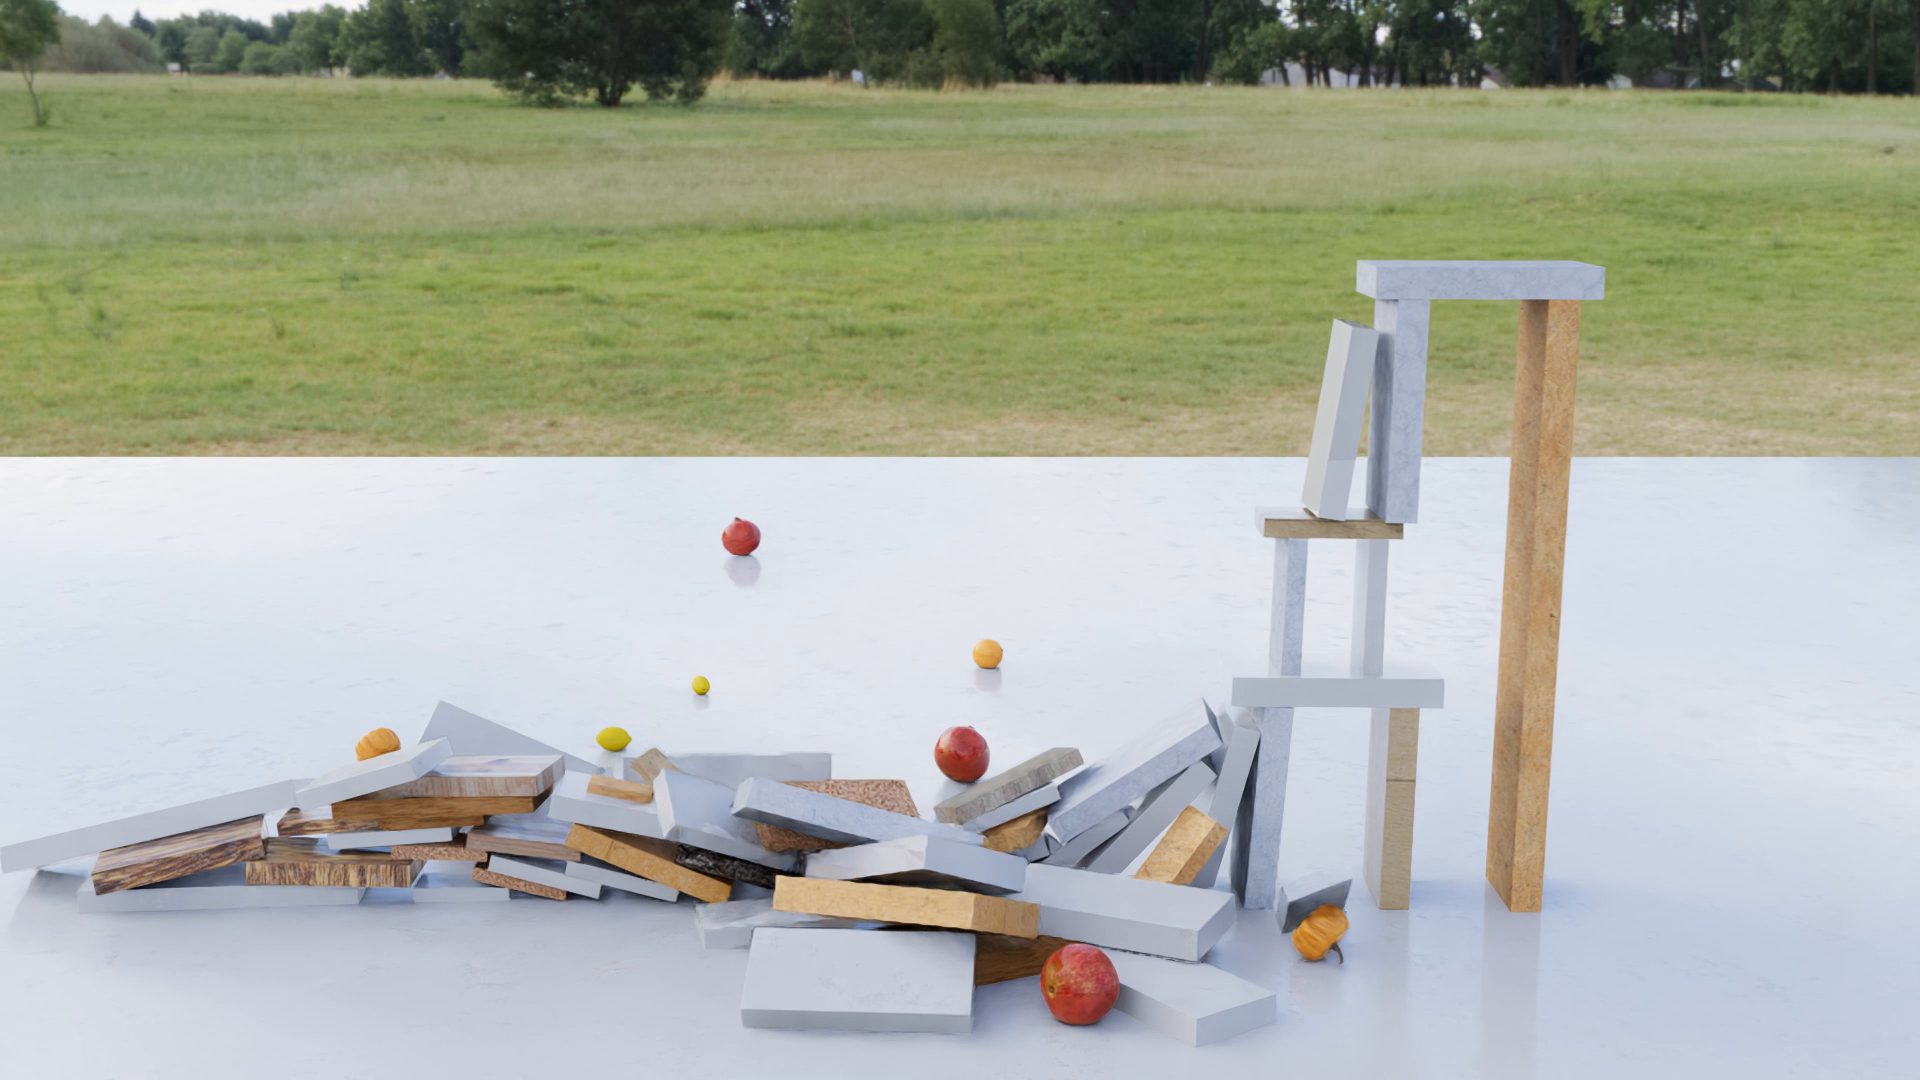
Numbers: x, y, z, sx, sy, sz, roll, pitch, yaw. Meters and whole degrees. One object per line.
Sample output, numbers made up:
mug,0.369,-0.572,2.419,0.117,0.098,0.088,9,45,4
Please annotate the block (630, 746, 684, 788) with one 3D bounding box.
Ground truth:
block,-0.483,0.388,3.599,0.105,0.015,0.053,40,41,14

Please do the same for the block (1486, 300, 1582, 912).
block,0.929,0.101,3.577,0.050,0.994,0.176,1,11,0

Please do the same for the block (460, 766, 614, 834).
block,-0.781,0.484,3.955,0.315,0.045,0.158,-2,34,-11

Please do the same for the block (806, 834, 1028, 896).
block,-0.073,0.514,3.401,0.179,0.051,0.357,18,-21,-29

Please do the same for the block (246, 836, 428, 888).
block,-1.033,0.534,3.653,0.265,0.038,0.133,2,10,-2

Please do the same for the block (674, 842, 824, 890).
block,-0.330,0.533,3.657,0.279,0.040,0.140,16,10,-5

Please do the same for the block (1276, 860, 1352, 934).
block,0.544,0.552,3.387,0.103,0.029,0.205,-20,-24,-3

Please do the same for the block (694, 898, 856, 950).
block,-0.295,0.605,3.495,0.238,0.034,0.119,-3,11,-14

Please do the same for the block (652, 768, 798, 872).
block,-0.378,0.453,3.556,0.238,0.034,0.119,22,31,-34

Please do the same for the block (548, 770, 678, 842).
block,-0.528,0.444,3.630,0.279,0.040,0.139,11,10,-4

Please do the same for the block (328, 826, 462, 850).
block,-0.937,0.483,3.659,0.205,0.024,0.085,-4,10,2

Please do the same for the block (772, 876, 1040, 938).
block,-0.082,0.547,3.279,0.357,0.051,0.179,-1,-13,34

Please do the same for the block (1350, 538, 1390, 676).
block,0.666,0.098,3.575,0.031,0.222,0.111,1,11,0

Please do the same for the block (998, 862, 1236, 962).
block,0.232,0.569,3.380,0.342,0.048,0.171,5,12,25

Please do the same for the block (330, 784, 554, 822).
block,-0.856,0.425,3.642,0.339,0.033,0.117,-3,10,6

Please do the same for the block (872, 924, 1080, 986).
block,-0.008,0.626,3.343,0.342,0.048,0.171,-5,12,-26

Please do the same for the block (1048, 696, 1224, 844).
block,0.286,0.378,3.632,0.310,0.044,0.155,-33,9,8

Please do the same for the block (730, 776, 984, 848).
block,-0.164,0.451,3.476,0.375,0.048,0.171,16,-14,-10

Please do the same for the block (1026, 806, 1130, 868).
block,0.172,0.507,3.652,0.238,0.034,0.119,-36,9,6

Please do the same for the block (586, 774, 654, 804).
block,-0.558,0.410,3.625,0.105,0.015,0.053,11,10,-3

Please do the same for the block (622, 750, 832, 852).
block,-0.404,0.464,3.843,0.361,0.179,0.051,-1,-1,-4

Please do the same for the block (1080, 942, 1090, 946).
block,0.197,0.610,3.492,0.091,0.026,0.182,-10,14,-42

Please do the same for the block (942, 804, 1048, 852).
block,0.026,0.496,3.661,0.238,0.034,0.119,-18,11,22

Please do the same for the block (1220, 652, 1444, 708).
block,0.606,0.229,3.607,0.340,0.048,0.170,1,11,0

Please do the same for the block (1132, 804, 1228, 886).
block,0.337,0.527,3.528,0.029,0.205,0.103,39,-5,-22

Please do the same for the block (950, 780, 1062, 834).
block,0.072,0.444,3.633,0.182,0.026,0.091,-22,4,-5

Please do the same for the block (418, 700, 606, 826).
block,-0.801,0.417,3.863,0.315,0.157,0.045,24,-29,-6

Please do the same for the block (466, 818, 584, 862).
block,-0.714,0.495,3.646,0.187,0.027,0.094,7,10,0

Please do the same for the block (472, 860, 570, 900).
block,-0.727,0.561,3.667,0.157,0.022,0.079,13,10,-2

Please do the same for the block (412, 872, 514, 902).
block,-0.825,0.579,3.670,0.158,0.022,0.079,0,11,-2

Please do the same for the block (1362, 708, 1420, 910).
block,0.713,0.421,3.645,0.048,0.340,0.170,1,11,1

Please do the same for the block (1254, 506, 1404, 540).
block,0.595,-0.028,3.554,0.222,0.031,0.111,1,11,0

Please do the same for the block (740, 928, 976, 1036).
block,-0.142,0.631,3.152,0.324,0.043,0.152,1,38,4

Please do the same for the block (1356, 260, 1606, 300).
block,0.820,-0.413,3.482,0.352,0.050,0.176,0,11,0

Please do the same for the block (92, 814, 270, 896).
block,-1.280,0.517,3.621,0.266,0.038,0.133,-12,11,-13

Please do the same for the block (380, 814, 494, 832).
block,-0.864,0.454,3.651,0.171,0.024,0.085,-4,10,4

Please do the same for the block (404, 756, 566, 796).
block,-0.783,0.389,3.625,0.234,0.033,0.117,-2,11,13

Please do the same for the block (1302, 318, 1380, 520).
block,0.608,-0.195,3.526,0.043,0.304,0.152,8,10,-3

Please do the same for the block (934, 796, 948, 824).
block,-0.003,0.514,3.914,0.091,0.026,0.182,24,13,2

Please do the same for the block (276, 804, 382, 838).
block,-1.041,0.464,3.669,0.171,0.024,0.086,-5,10,-1

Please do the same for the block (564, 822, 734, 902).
block,-0.509,0.518,3.651,0.279,0.040,0.140,23,9,-6

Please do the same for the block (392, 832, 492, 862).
block,-0.856,0.509,3.655,0.158,0.022,0.079,2,10,0

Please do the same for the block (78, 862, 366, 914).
block,-1.218,0.573,3.660,0.445,0.038,0.133,-1,11,-6

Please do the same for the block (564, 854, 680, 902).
block,-0.555,0.552,3.657,0.187,0.027,0.094,14,10,-2

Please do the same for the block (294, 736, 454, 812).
block,-0.963,0.385,3.615,0.234,0.033,0.117,-17,9,20

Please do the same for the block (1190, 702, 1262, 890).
block,0.421,0.437,3.642,0.044,0.310,0.155,15,10,-4

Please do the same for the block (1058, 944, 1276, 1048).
block,0.299,0.653,3.211,0.152,0.043,0.304,-8,13,-35

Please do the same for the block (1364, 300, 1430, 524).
block,0.698,-0.215,3.520,0.050,0.352,0.176,1,11,-1

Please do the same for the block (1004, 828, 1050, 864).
block,0.031,0.532,3.657,0.238,0.034,0.119,-21,10,4

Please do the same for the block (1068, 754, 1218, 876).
block,0.293,0.464,3.651,0.044,0.310,0.155,43,7,-8

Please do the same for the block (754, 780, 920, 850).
block,-0.204,0.453,3.631,0.285,0.034,0.119,3,42,-30

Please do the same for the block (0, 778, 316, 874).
block,-1.351,0.483,3.729,0.492,0.045,0.158,-13,-5,-4

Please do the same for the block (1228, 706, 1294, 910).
block,0.497,0.421,3.643,0.048,0.340,0.170,4,10,-3

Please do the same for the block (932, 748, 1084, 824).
block,0.081,0.408,3.655,0.240,0.029,0.103,-24,4,-22

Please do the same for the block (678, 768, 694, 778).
block,-0.451,0.410,3.623,0.105,0.015,0.053,28,34,6

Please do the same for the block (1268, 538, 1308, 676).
block,0.533,0.098,3.571,0.031,0.222,0.111,1,10,-3

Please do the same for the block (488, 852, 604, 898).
block,-0.681,0.546,3.661,0.187,0.027,0.094,15,10,-1
